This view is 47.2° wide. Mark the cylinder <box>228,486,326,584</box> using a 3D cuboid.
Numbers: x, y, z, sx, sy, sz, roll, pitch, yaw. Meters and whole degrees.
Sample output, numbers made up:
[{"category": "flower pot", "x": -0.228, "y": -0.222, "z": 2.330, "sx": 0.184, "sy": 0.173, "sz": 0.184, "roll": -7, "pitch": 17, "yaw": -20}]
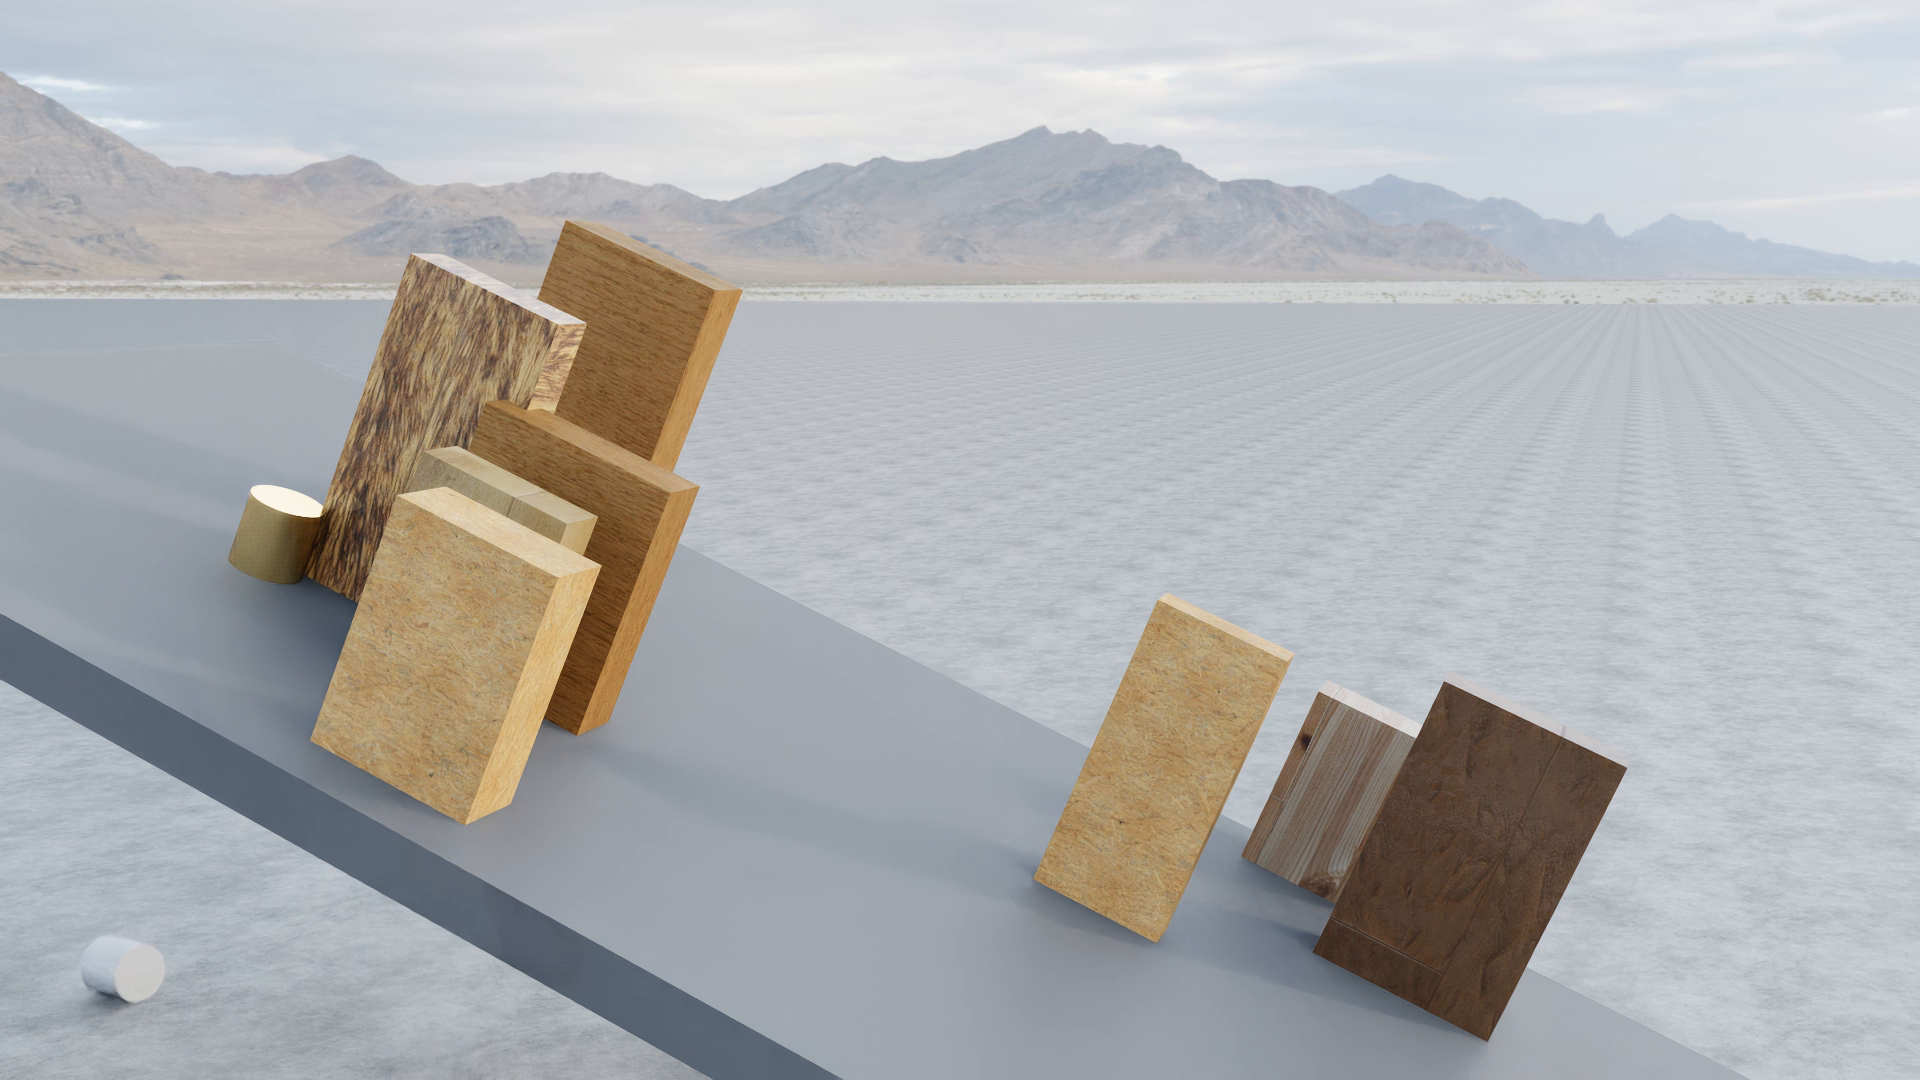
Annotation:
[{"category": "cylinder", "x": -1.265, "y": -0.010, "z": 4.071, "sx": 0.138, "sy": 0.138, "sz": 0.138, "roll": 22, "pitch": 13, "yaw": -5}]

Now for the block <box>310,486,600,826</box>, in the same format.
[{"category": "block", "x": -0.794, "y": 0.178, "z": 3.461, "sx": 0.295, "sy": 0.429, "sz": 0.145, "roll": 26, "pitch": 13, "yaw": 13}]

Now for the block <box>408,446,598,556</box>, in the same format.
[{"category": "block", "x": -0.839, "y": 0.091, "z": 3.772, "sx": 0.290, "sy": 0.413, "sz": 0.113, "roll": 26, "pitch": 13, "yaw": 13}]

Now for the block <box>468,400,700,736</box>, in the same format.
[{"category": "block", "x": -0.743, "y": 0.044, "z": 3.970, "sx": 0.386, "sy": 0.480, "sz": 0.126, "roll": 26, "pitch": 13, "yaw": 13}]

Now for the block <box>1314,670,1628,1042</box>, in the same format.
[{"category": "block", "x": 0.997, "y": 0.618, "z": 4.314, "sx": 0.374, "sy": 0.611, "sz": 0.117, "roll": 26, "pitch": 13, "yaw": 13}]

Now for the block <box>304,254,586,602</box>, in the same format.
[{"category": "block", "x": -0.961, "y": -0.168, "z": 4.077, "sx": 0.320, "sy": 0.647, "sz": 0.111, "roll": 26, "pitch": 13, "yaw": 13}]

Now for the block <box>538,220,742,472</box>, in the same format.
[{"category": "block", "x": -0.761, "y": -0.254, "z": 4.577, "sx": 0.357, "sy": 0.730, "sz": 0.142, "roll": 26, "pitch": 13, "yaw": 13}]

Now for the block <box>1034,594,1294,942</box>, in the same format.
[{"category": "block", "x": 0.376, "y": 0.424, "z": 4.091, "sx": 0.260, "sy": 0.590, "sz": 0.089, "roll": 26, "pitch": 13, "yaw": 13}]

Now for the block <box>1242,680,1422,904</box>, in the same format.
[{"category": "block", "x": 0.838, "y": 0.558, "z": 4.742, "sx": 0.303, "sy": 0.405, "sz": 0.143, "roll": 26, "pitch": 13, "yaw": 13}]

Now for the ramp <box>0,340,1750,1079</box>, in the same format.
[{"category": "ramp", "x": -0.289, "y": 0.504, "z": 4.185, "sx": 4.000, "sy": 0.100, "sz": 2.000, "roll": 26, "pitch": 13, "yaw": 13}]

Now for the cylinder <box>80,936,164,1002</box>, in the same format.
[{"category": "cylinder", "x": -2.148, "y": 1.099, "z": 5.640, "sx": 0.146, "sy": 0.146, "sz": 0.146, "roll": 5, "pitch": 8, "yaw": 34}]
